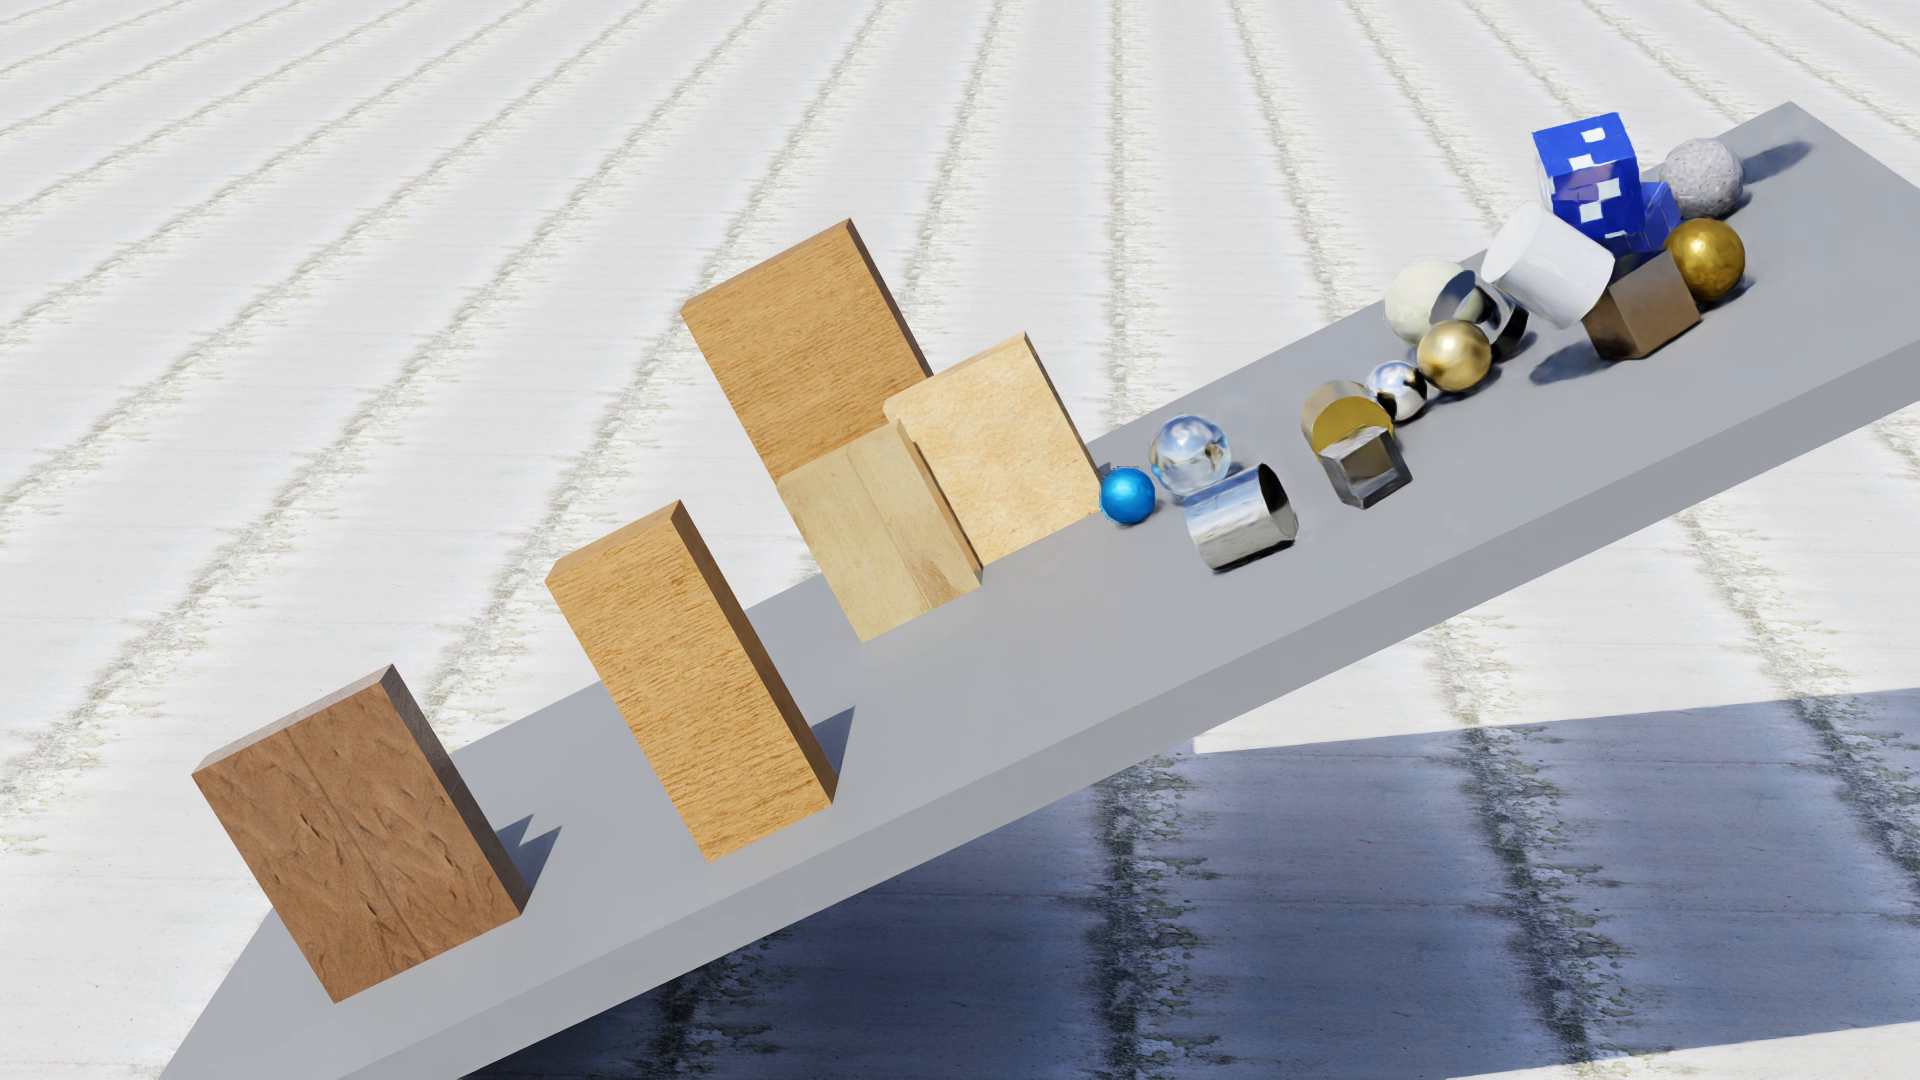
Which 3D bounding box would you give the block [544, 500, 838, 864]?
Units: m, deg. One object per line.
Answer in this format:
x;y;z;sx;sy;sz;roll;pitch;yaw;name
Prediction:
-0.507;0.271;5.615;0.272;0.637;0.133;-26;14;10;block

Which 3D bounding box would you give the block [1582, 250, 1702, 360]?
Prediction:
1.307;-0.456;5.700;0.152;0.152;0.152;-32;11;-15;block

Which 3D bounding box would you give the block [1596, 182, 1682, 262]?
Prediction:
1.368;-0.621;5.999;0.151;0.151;0.151;6;49;41;block

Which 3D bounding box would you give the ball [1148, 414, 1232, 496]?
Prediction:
0.491;-0.181;6.271;0.176;0.176;0.176;0;17;0;ball

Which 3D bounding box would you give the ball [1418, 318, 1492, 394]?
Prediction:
1.006;-0.374;5.980;0.151;0.151;0.151;0;17;0;ball

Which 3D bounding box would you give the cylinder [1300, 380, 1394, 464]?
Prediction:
0.776;-0.225;5.901;0.163;0.163;0.163;0;15;-1;cylinder

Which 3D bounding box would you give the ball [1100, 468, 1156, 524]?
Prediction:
0.362;-0.095;6.330;0.120;0.120;0.120;0;17;0;ball

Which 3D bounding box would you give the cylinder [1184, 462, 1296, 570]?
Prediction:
0.543;-0.044;5.707;0.162;0.162;0.162;-23;9;22;cylinder

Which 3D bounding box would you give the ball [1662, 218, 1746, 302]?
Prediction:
1.441;-0.543;5.710;0.163;0.163;0.163;0;17;0;ball

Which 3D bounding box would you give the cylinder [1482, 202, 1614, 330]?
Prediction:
1.122;-0.523;5.619;0.177;0.177;0.177;31;12;-14;cylinder

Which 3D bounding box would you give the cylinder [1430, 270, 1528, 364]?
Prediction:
1.074;-0.461;6.089;0.143;0.143;0.143;30;9;-19;cylinder

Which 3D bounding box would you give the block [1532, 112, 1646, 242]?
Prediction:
1.258;-0.719;5.886;0.174;0.174;0.174;-13;38;7;block

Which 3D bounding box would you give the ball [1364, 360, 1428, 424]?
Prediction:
0.893;-0.304;6.026;0.130;0.130;0.130;0;17;0;ball

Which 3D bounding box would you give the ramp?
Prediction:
0.140;0.167;6.281;4.000;0.100;2.000;-26;14;10;ramp

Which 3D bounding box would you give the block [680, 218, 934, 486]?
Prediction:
-0.274;-0.309;6.946;0.440;0.781;0.121;-26;14;10;block

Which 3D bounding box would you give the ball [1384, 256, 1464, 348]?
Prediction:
1.021;-0.512;6.372;0.203;0.203;0.203;0;17;0;ball

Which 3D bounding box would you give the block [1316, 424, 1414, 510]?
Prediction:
0.782;-0.142;5.685;0.114;0.114;0.114;-32;15;-10;block

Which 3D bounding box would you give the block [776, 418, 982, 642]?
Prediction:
-0.176;-0.019;6.514;0.300;0.401;0.098;-26;14;10;block

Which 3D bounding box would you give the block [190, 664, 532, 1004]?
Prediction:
-1.210;0.598;5.965;0.445;0.562;0.110;-26;14;10;block

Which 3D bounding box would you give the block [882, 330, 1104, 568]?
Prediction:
0.085;-0.197;6.595;0.353;0.426;0.088;-26;14;10;block

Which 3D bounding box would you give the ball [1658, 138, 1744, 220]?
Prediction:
1.579;-0.767;6.261;0.177;0.177;0.177;0;17;0;ball
